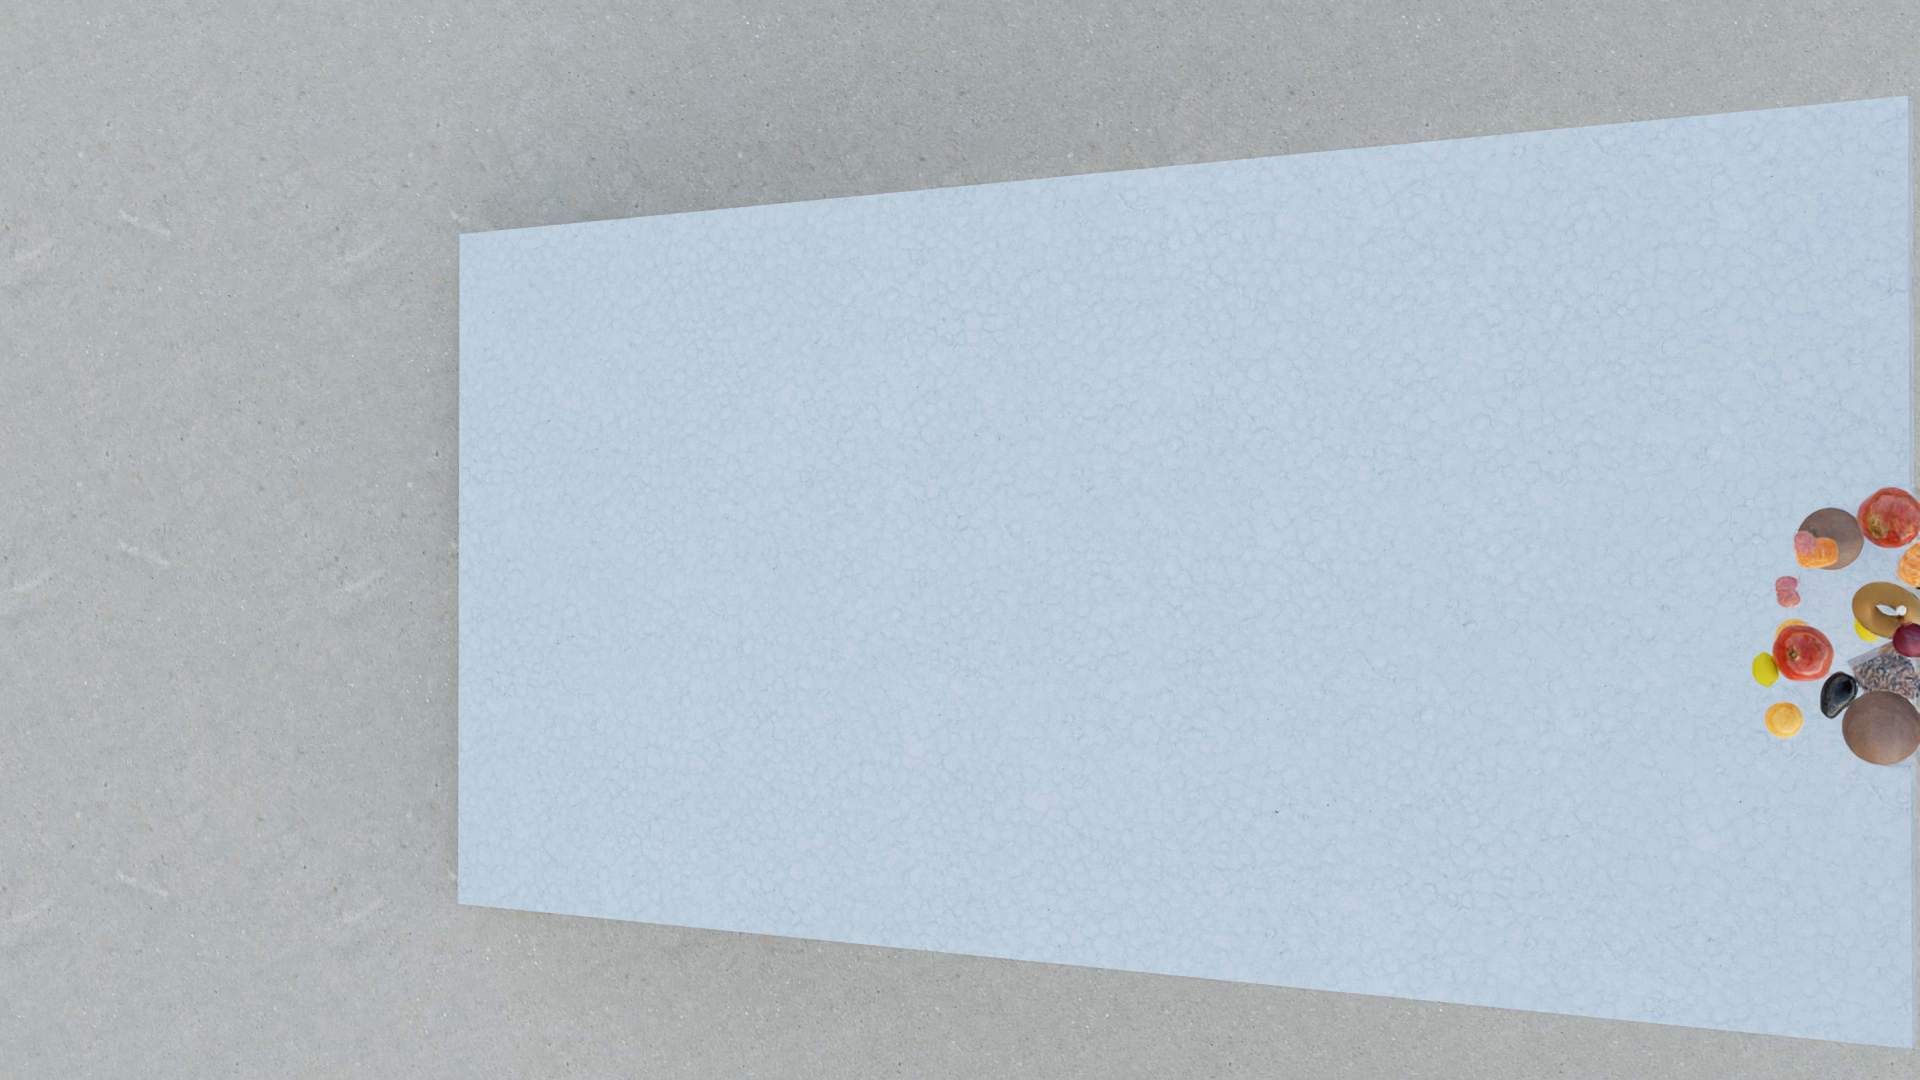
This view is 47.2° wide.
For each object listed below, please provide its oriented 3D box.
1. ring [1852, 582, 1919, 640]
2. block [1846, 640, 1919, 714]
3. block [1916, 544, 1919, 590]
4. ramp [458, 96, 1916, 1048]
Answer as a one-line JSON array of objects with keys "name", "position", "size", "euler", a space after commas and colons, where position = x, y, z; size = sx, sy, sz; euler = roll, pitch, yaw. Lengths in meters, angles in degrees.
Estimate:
[{"name": "ring", "position": [1.736, 0.132, 4.114], "size": [0.130, 0.130, 0.043], "euler": [40, 59, 0]}, {"name": "block", "position": [1.693, 0.250, 4.021], "size": [0.094, 0.094, 0.094], "euler": [-27, 87, 16]}, {"name": "block", "position": [1.936, 0.053, 4.294], "size": [0.090, 0.090, 0.090], "euler": [2, 88, -6]}, {"name": "ramp", "position": [0.272, 0.076, 5.635], "size": [4.000, 0.100, 2.000], "euler": [0, 89, 29]}]
